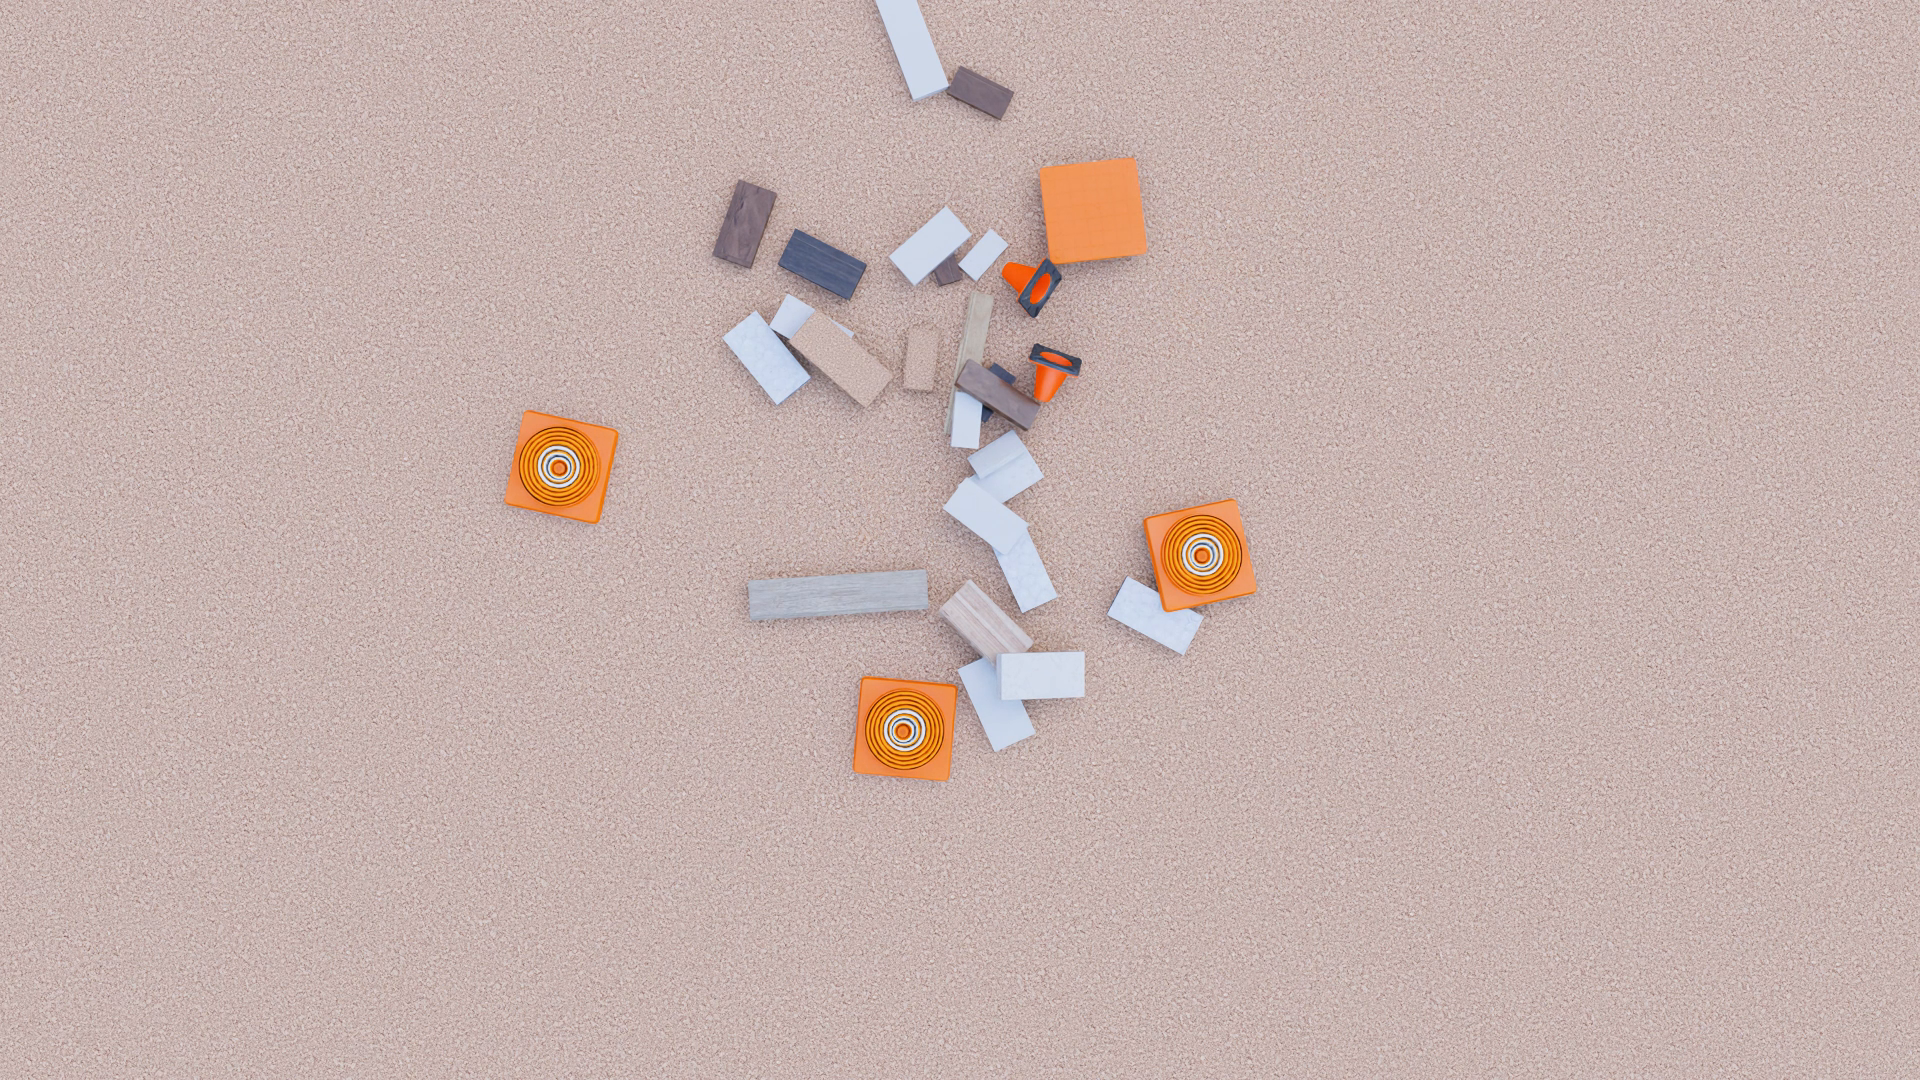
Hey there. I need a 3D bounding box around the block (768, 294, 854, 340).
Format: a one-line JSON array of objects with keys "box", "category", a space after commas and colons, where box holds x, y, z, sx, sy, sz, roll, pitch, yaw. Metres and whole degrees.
[{"box": [-0.492, -0.695, 5.461, 0.252, 0.036, 0.126, 30, 90, -10], "category": "block"}]

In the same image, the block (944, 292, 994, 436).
[{"box": [0.029, -0.583, 5.489, 0.081, 0.023, 0.479, 11, 90, 0], "category": "block"}]

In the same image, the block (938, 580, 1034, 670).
[{"box": [0.085, 0.289, 5.449, 0.299, 0.042, 0.149, 44, 74, 4], "category": "block"}]

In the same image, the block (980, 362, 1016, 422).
[{"box": [0.099, -0.489, 5.473, 0.090, 0.026, 0.180, 35, 86, -10], "category": "block"}]

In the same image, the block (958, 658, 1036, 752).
[{"box": [0.121, 0.534, 5.479, 0.149, 0.042, 0.299, -24, 90, 0], "category": "block"}]

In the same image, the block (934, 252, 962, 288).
[{"box": [-0.055, -0.933, 5.489, 0.081, 0.023, 0.162, -17, 90, 0], "category": "block"}]

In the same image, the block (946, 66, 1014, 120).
[{"box": [0.068, -1.486, 5.486, 0.200, 0.028, 0.100, 26, 90, 0], "category": "block"}]

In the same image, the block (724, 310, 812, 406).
[{"box": [-0.641, -0.604, 5.480, 0.144, 0.041, 0.287, -39, 90, 0], "category": "block"}]

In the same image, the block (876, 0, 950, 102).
[{"box": [-0.166, -1.669, 5.482, 0.126, 0.036, 0.398, -21, 90, 0], "category": "block"}]

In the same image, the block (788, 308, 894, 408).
[{"box": [-0.392, -0.598, 5.446, 0.333, 0.041, 0.144, 41, 88, -11], "category": "block"}]

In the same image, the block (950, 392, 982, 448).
[{"box": [0.022, -0.394, 5.436, 0.090, 0.025, 0.180, 5, 91, -11], "category": "block"}]

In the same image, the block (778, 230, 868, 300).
[{"box": [-0.457, -0.915, 5.481, 0.264, 0.037, 0.132, 27, 90, 0], "category": "block"}]

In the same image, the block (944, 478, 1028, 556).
[{"box": [0.086, -0.078, 5.445, 0.258, 0.037, 0.129, 37, 90, 0], "category": "block"}]

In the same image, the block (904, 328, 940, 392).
[{"box": [-0.128, -0.598, 5.486, 0.100, 0.028, 0.200, 6, 90, 0], "category": "block"}]

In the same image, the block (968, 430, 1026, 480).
[{"box": [0.122, -0.284, 5.462, 0.180, 0.026, 0.090, -32, 51, 0], "category": "block"}]

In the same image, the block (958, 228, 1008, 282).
[{"box": [0.078, -0.947, 5.489, 0.081, 0.023, 0.162, 42, 90, 0], "category": "block"}]

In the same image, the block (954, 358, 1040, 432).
[{"box": [0.124, -0.477, 5.434, 0.289, 0.028, 0.100, 32, 69, -14], "category": "block"}]

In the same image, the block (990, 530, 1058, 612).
[{"box": [0.211, 0.098, 5.482, 0.129, 0.037, 0.258, -25, 90, 0], "category": "block"}]

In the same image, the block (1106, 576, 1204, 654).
[{"box": [0.647, 0.251, 5.480, 0.287, 0.041, 0.144, 28, 90, 0], "category": "block"}]

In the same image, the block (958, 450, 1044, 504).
[{"box": [0.136, -0.195, 5.482, 0.258, 0.037, 0.129, -32, 90, 0], "category": "block"}]

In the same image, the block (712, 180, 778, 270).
[{"box": [-0.715, -1.049, 5.481, 0.132, 0.037, 0.264, 20, 90, 0], "category": "block"}]

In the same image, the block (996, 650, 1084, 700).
[{"box": [0.266, 0.444, 5.424, 0.299, 0.042, 0.149, 0, 90, -22], "category": "block"}]

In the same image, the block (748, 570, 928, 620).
[{"box": [-0.403, 0.181, 5.481, 0.591, 0.037, 0.132, -4, 90, 0], "category": "block"}]

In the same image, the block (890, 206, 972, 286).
[{"box": [-0.098, -0.972, 5.459, 0.252, 0.036, 0.126, -41, 90, 0], "category": "block"}]
